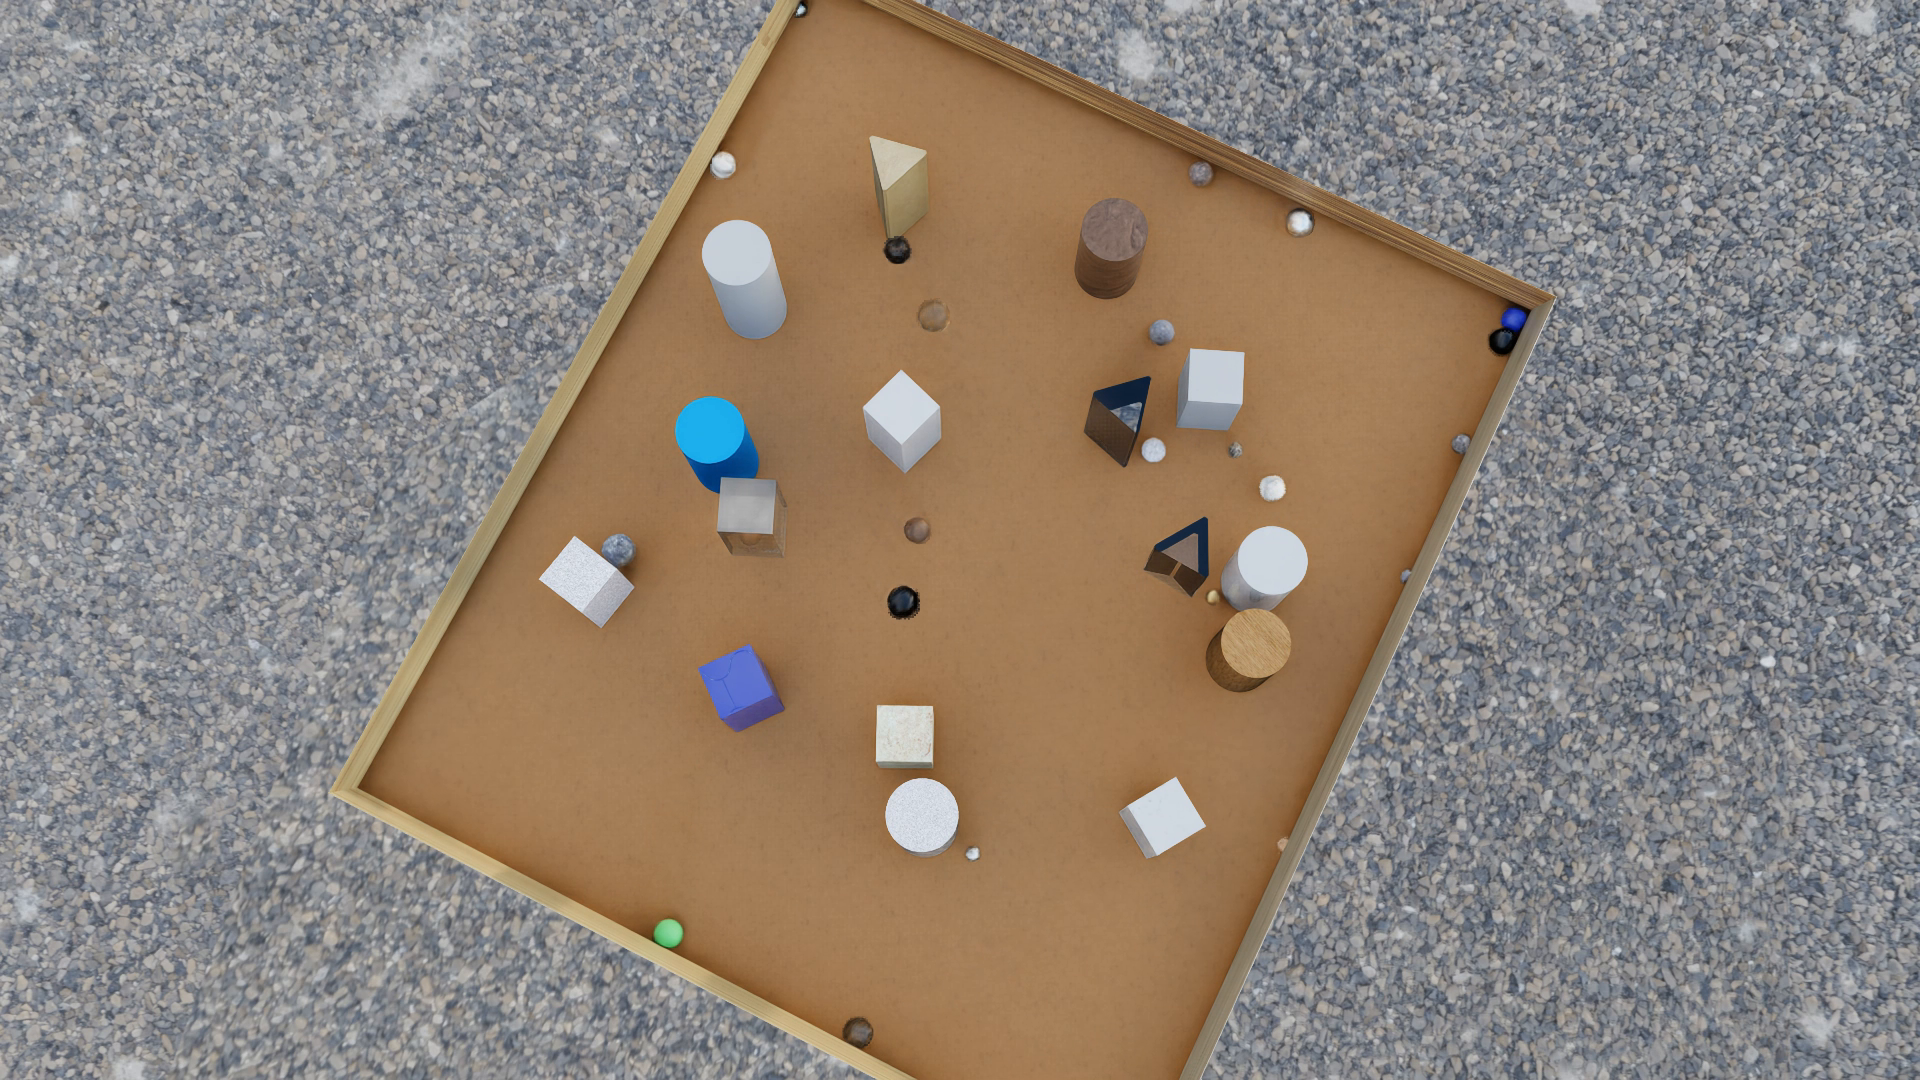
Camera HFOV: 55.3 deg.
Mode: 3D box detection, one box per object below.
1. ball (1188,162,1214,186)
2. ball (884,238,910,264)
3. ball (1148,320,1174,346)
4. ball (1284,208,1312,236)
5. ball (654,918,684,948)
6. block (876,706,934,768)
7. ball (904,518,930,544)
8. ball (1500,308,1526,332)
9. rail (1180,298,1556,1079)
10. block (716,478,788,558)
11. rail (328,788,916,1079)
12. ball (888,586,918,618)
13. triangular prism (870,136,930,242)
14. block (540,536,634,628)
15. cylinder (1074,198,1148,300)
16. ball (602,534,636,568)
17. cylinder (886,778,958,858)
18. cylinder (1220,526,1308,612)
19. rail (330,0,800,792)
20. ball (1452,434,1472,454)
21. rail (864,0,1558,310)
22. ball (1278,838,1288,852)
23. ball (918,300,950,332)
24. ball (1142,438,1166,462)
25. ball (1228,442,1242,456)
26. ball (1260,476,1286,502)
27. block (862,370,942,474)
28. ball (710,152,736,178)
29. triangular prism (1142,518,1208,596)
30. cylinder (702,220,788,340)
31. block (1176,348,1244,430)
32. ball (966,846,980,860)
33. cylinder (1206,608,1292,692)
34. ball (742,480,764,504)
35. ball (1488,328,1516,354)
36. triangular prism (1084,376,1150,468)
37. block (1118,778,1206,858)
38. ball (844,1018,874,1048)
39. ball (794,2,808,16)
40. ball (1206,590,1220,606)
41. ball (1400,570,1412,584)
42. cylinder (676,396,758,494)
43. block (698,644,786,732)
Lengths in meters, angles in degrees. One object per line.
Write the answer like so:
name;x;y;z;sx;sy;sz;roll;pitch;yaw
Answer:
ball;0.765;-1.163;5.818;0.078;0.078;0.078;0;78;0
ball;-0.196;-0.908;5.762;0.083;0.083;0.083;0;78;0
ball;0.627;-0.646;5.710;0.079;0.079;0.079;0;78;0
ball;1.069;-1.003;5.780;0.087;0.087;0.087;0;78;0
ball;-0.850;1.146;5.336;0.085;0.085;0.085;0;78;0
block;-0.159;0.580;5.374;0.160;0.241;0.160;1;78;0
ball;-0.132;-0.030;5.583;0.078;0.078;0.078;0;78;0
ball;1.728;-0.687;5.718;0.079;0.079;0.079;0;78;0
rail;1.146;0.568;5.432;0.045;0.130;3.001;26;80;5
block;-0.614;-0.063;5.448;0.160;0.357;0.160;3;78;1
rail;-0.661;1.300;5.280;2.610;0.130;0.045;26;80;5
ball;-0.172;0.187;5.529;0.095;0.095;0.095;0;78;0
triangular prism;-0.212;-1.094;5.618;0.173;0.442;0.150;-43;81;-8
block;-1.103;0.128;5.439;0.160;0.296;0.160;37;81;7
cylinder;0.462;-0.891;5.627;0.200;0.341;0.200;0;78;0
ball;-1.034;0.032;5.559;0.100;0.100;0.100;0;78;0
cylinder;-0.104;0.797;5.226;0.200;0.443;0.200;0;78;0
cylinder;0.895;0.094;5.417;0.200;0.352;0.200;0;78;0
rail;-1.146;-0.554;5.664;0.045;0.130;3.001;26;80;5
ball;1.547;-0.294;5.646;0.062;0.062;0.062;0;78;0
rail;0.661;-1.287;5.816;2.610;0.130;0.045;26;80;5
ball;0.958;0.902;5.408;0.042;0.042;0.042;0;78;0
ball;-0.081;-0.697;5.710;0.099;0.099;0.099;0;78;0
ball;0.595;-0.276;5.636;0.075;0.075;0.075;0;78;0
ball;0.849;-0.279;5.651;0.045;0.045;0.045;0;78;0
ball;0.956;-0.157;5.609;0.079;0.079;0.079;0;78;0
block;-0.171;-0.351;5.508;0.160;0.355;0.160;44;82;8
ball;-0.753;-1.192;5.822;0.081;0.081;0.081;0;78;0
triangular prism;0.671;0.033;5.431;0.173;0.349;0.150;30;80;6
cylinder;-0.644;-0.778;5.524;0.200;0.497;0.200;0;78;0
block;0.757;-0.453;5.558;0.160;0.299;0.160;4;78;1
ball;0.039;0.923;5.402;0.045;0.045;0.045;0;78;0
cylinder;0.842;0.327;5.378;0.200;0.335;0.200;0;78;0
ball;-0.632;-0.147;5.612;0.070;0.070;0.070;0;78;0
ball;1.689;-0.618;5.702;0.083;0.083;0.083;0;78;0
triangular prism;0.498;-0.377;5.486;0.173;0.409;0.150;43;81;8
block;0.580;0.806;5.295;0.160;0.303;0.160;-30;80;-6
ball;-0.291;1.421;5.280;0.084;0.084;0.084;0;78;0
ball;-0.519;-1.723;5.950;0.046;0.046;0.046;0;78;0
ball;0.767;0.175;5.557;0.046;0.046;0.046;0;78;0
ball;1.361;0.112;5.572;0.042;0.042;0.042;0;78;0
cylinder;-0.722;-0.278;5.476;0.200;0.389;0.200;0;78;0
block;-0.632;0.436;5.336;0.160;0.373;0.160;-25;79;-5
